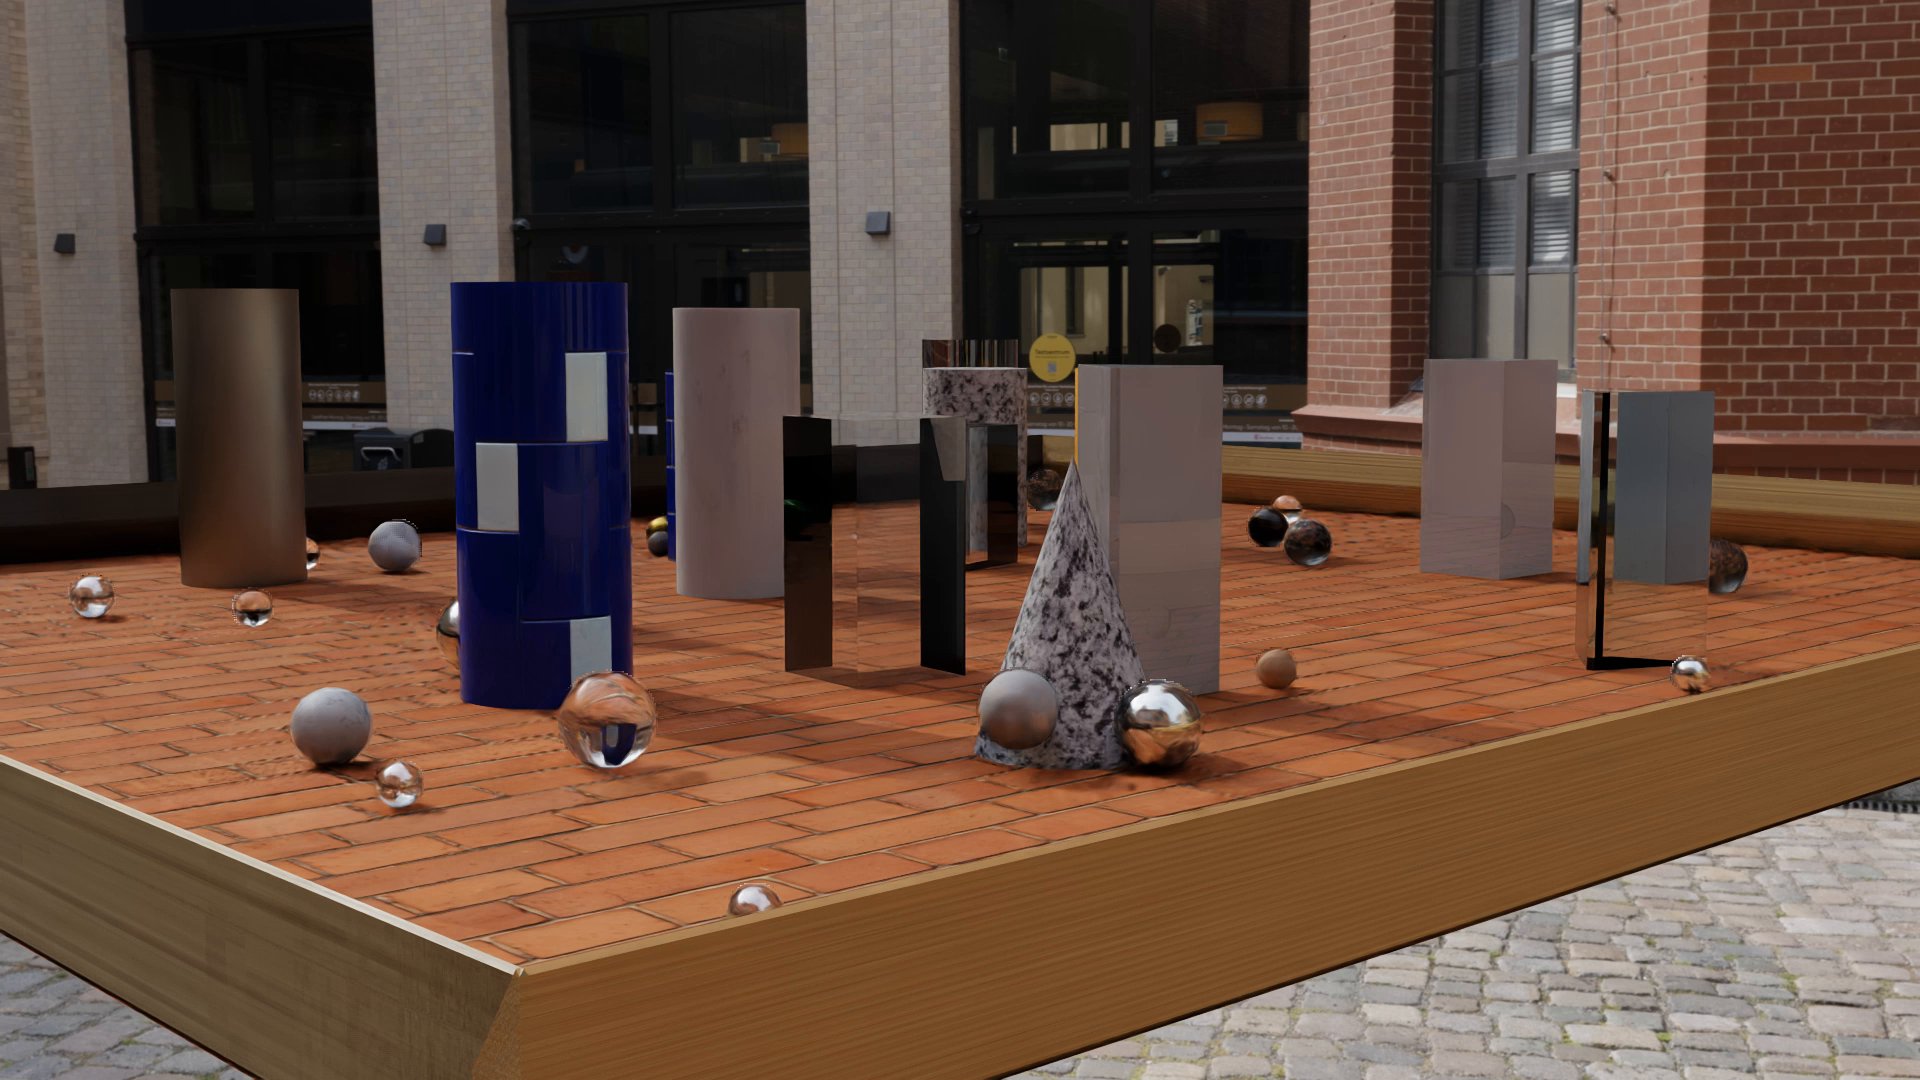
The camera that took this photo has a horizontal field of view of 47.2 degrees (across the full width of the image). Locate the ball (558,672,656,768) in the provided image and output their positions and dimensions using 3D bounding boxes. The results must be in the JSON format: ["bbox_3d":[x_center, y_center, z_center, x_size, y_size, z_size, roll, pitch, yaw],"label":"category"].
[{"bbox_3d":[-0.344,0.176,2.146,0.094,0.094,0.094,0,6,0],"label":"ball"}]

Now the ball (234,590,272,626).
[{"bbox_3d":[-1.000,0.097,3.112,0.052,0.052,0.052,0,6,0],"label":"ball"}]

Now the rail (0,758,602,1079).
[{"bbox_3d":[-1.237,0.152,2.197,0.045,0.129,3.077,-5,8,-42],"label":"rail"}]

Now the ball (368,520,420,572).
[{"bbox_3d":[-0.969,0.010,3.771,0.088,0.088,0.088,0,6,0],"label":"ball"}]

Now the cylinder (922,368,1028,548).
[{"bbox_3d":[0.029,-0.159,4.195,0.199,0.336,0.199,0,6,0],"label":"cylinder"}]

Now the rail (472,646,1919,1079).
[{"bbox_3d":[1.027,0.149,2.224,3.412,0.129,0.045,-5,8,-42],"label":"rail"}]

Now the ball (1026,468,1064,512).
[{"bbox_3d":[0.190,-0.111,4.898,0.095,0.095,0.095,0,6,0],"label":"ball"}]

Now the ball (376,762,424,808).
[{"bbox_3d":[-0.504,0.220,1.978,0.041,0.041,0.041,0,6,0],"label":"ball"}]

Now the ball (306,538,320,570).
[{"bbox_3d":[-1.133,0.023,3.793,0.057,0.057,0.057,0,6,0],"label":"ball"}]

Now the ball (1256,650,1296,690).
[{"bbox_3d":[0.374,0.153,2.595,0.047,0.047,0.047,0,6,0],"label":"ball"}]

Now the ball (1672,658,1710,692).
[{"bbox_3d":[0.856,0.158,2.575,0.041,0.041,0.041,0,6,0],"label":"ball"}]

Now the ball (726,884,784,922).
[{"bbox_3d":[-0.145,0.264,1.557,0.040,0.040,0.040,0,6,0],"label":"ball"}]

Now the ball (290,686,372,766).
[{"bbox_3d":[-0.618,0.183,2.160,0.077,0.077,0.077,0,6,0],"label":"ball"}]

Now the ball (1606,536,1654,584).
[{"bbox_3d":[1.099,0.033,3.609,0.076,0.076,0.076,0,6,0],"label":"ball"}]

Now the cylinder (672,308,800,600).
[{"bbox_3d":[-0.352,-0.142,3.482,0.199,0.449,0.199,0,6,0],"label":"cylinder"}]

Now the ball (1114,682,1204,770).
[{"bbox_3d":[0.193,0.180,2.133,0.085,0.085,0.085,0,6,0],"label":"ball"}]

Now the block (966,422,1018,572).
[{"bbox_3d":[-0.008,-0.080,3.872,0.159,0.246,0.159,4,7,32],"label":"block"}]

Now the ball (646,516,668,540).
[{"bbox_3d":[-0.545,-0.010,4.064,0.068,0.068,0.068,0,6,0],"label":"ball"}]

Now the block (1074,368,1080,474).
[{"bbox_3d":[0.326,-0.157,4.174,0.159,0.336,0.159,-3,7,-26],"label":"block"}]

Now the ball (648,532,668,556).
[{"bbox_3d":[-0.545,0.007,4.001,0.046,0.046,0.046,0,6,0],"label":"ball"}]

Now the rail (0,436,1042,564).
[{"bbox_3d":[-1.027,-0.082,4.439,3.412,0.129,0.045,-5,8,-42],"label":"rail"}]

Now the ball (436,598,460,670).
[{"bbox_3d":[-0.593,0.115,2.703,0.100,0.100,0.100,0,6,0],"label":"ball"}]

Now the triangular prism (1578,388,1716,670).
[{"bbox_3d":[0.840,-0.020,2.815,0.173,0.345,0.150,-2,6,-19],"label":"triangular prism"}]

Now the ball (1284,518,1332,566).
[{"bbox_3d":[0.607,0.005,3.843,0.084,0.084,0.084,0,6,0],"label":"ball"}]

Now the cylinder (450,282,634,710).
[{"bbox_3d":[-0.481,-0.057,2.542,0.199,0.476,0.199,0,6,0],"label":"cylinder"}]

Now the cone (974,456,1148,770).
[{"bbox_3d":[0.113,0.064,2.224,0.199,0.301,0.199,0,6,0],"label":"cone"}]

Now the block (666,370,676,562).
[{"bbox_3d":[-0.412,-0.131,3.905,0.159,0.342,0.159,-4,7,-36],"label":"block"}]

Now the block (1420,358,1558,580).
[{"bbox_3d":[0.901,-0.126,3.751,0.159,0.363,0.159,-6,8,-43],"label":"block"}]

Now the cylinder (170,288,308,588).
[{"bbox_3d":[-1.184,-0.171,3.617,0.199,0.480,0.199,0,6,0],"label":"cylinder"}]

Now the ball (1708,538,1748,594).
[{"bbox_3d":[1.193,0.042,3.462,0.089,0.089,0.089,0,6,0],"label":"ball"}]

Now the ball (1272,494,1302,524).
[{"bbox_3d":[0.686,-0.065,4.615,0.062,0.062,0.062,0,6,0],"label":"ball"}]

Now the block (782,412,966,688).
[{"bbox_3d":[-0.105,0.007,2.693,0.159,0.317,0.159,-4,7,-37],"label":"block"}]

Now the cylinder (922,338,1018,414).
[{"bbox_3d":[0.021,-0.225,4.590,0.199,0.386,0.199,0,6,0],"label":"cylinder"}]

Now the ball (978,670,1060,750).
[{"bbox_3d":[0.057,0.164,2.127,0.078,0.078,0.078,0,6,0],"label":"ball"}]

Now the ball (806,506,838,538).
[{"bbox_3d":[-0.272,-0.035,4.332,0.062,0.062,0.062,0,6,0],"label":"ball"}]

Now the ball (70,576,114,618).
[{"bbox_3d":[-1.265,0.083,3.205,0.061,0.061,0.061,0,6,0],"label":"ball"}]

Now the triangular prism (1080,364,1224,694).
[{"bbox_3d":[0.191,-0.013,2.572,0.173,0.382,0.150,-5,8,-40],"label":"triangular prism"}]

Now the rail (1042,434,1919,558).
[{"bbox_3d":[1.237,-0.084,4.467,0.045,0.129,3.077,-5,8,-42],"label":"rail"}]

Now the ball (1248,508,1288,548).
[{"bbox_3d":[0.581,-0.023,4.147,0.075,0.075,0.075,0,6,0],"label":"ball"}]
